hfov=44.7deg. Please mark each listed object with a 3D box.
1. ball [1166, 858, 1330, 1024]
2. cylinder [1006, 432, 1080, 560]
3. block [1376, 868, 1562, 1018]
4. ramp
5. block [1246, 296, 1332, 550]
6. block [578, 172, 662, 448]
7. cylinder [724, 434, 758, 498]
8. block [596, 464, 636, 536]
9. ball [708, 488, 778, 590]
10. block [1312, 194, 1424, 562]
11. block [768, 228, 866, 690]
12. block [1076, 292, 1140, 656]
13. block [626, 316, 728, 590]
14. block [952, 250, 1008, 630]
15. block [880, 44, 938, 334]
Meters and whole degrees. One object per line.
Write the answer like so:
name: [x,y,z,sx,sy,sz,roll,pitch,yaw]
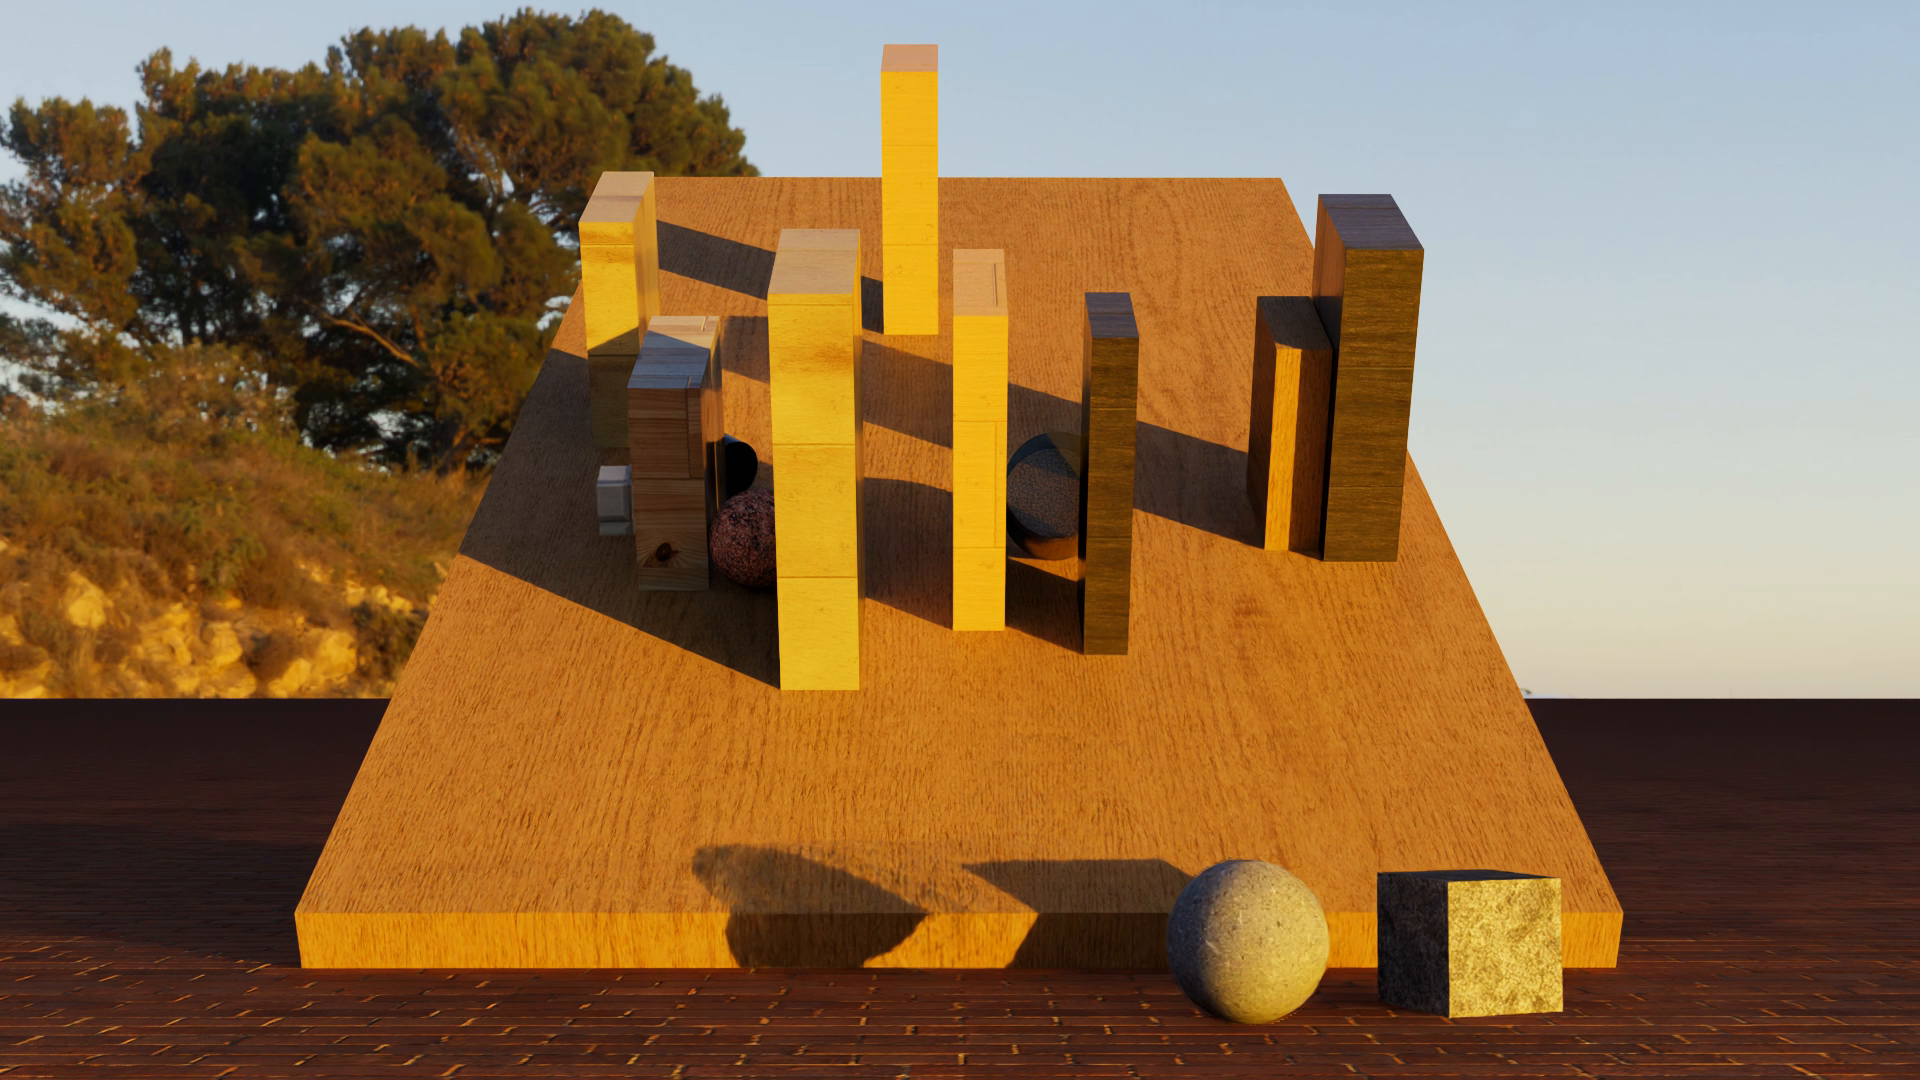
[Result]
ball: [0.366,0.511,2.975,0.207,0.207,0.207,0,-4,0]
cylinder: [0.188,-0.084,4.569,0.210,0.210,0.210,0,-12,0]
block: [0.681,0.537,3.134,0.174,0.174,0.174,1,-4,-21]
ramp: [-0.009,-0.229,5.354,2.000,0.100,4.000,0,25,0]
block: [0.666,-0.240,4.751,0.108,0.428,0.318,0,25,0]
block: [-0.754,-0.521,5.245,0.114,0.518,0.390,0,25,0]
cylinder: [-0.516,-0.166,4.946,0.125,0.125,0.125,4,16,-45]
block: [-0.680,-0.082,4.778,0.110,0.110,0.110,-1,25,-3]
ball: [-0.388,-0.002,4.505,0.195,0.195,0.195,0,-4,0]
block: [0.796,-0.327,4.679,0.146,0.646,0.370,0,25,0]
block: [-0.249,-0.145,4.165,0.140,0.739,0.361,0,25,0]
block: [0.267,-0.119,4.261,0.081,0.615,0.243,0,25,0]
block: [-0.553,-0.178,4.620,0.136,0.418,0.407,0,25,0]
block: [0.035,-0.193,4.414,0.096,0.620,0.385,0,25,0]
block: [-0.123,-0.877,5.849,0.136,0.664,0.292,0,25,0]
